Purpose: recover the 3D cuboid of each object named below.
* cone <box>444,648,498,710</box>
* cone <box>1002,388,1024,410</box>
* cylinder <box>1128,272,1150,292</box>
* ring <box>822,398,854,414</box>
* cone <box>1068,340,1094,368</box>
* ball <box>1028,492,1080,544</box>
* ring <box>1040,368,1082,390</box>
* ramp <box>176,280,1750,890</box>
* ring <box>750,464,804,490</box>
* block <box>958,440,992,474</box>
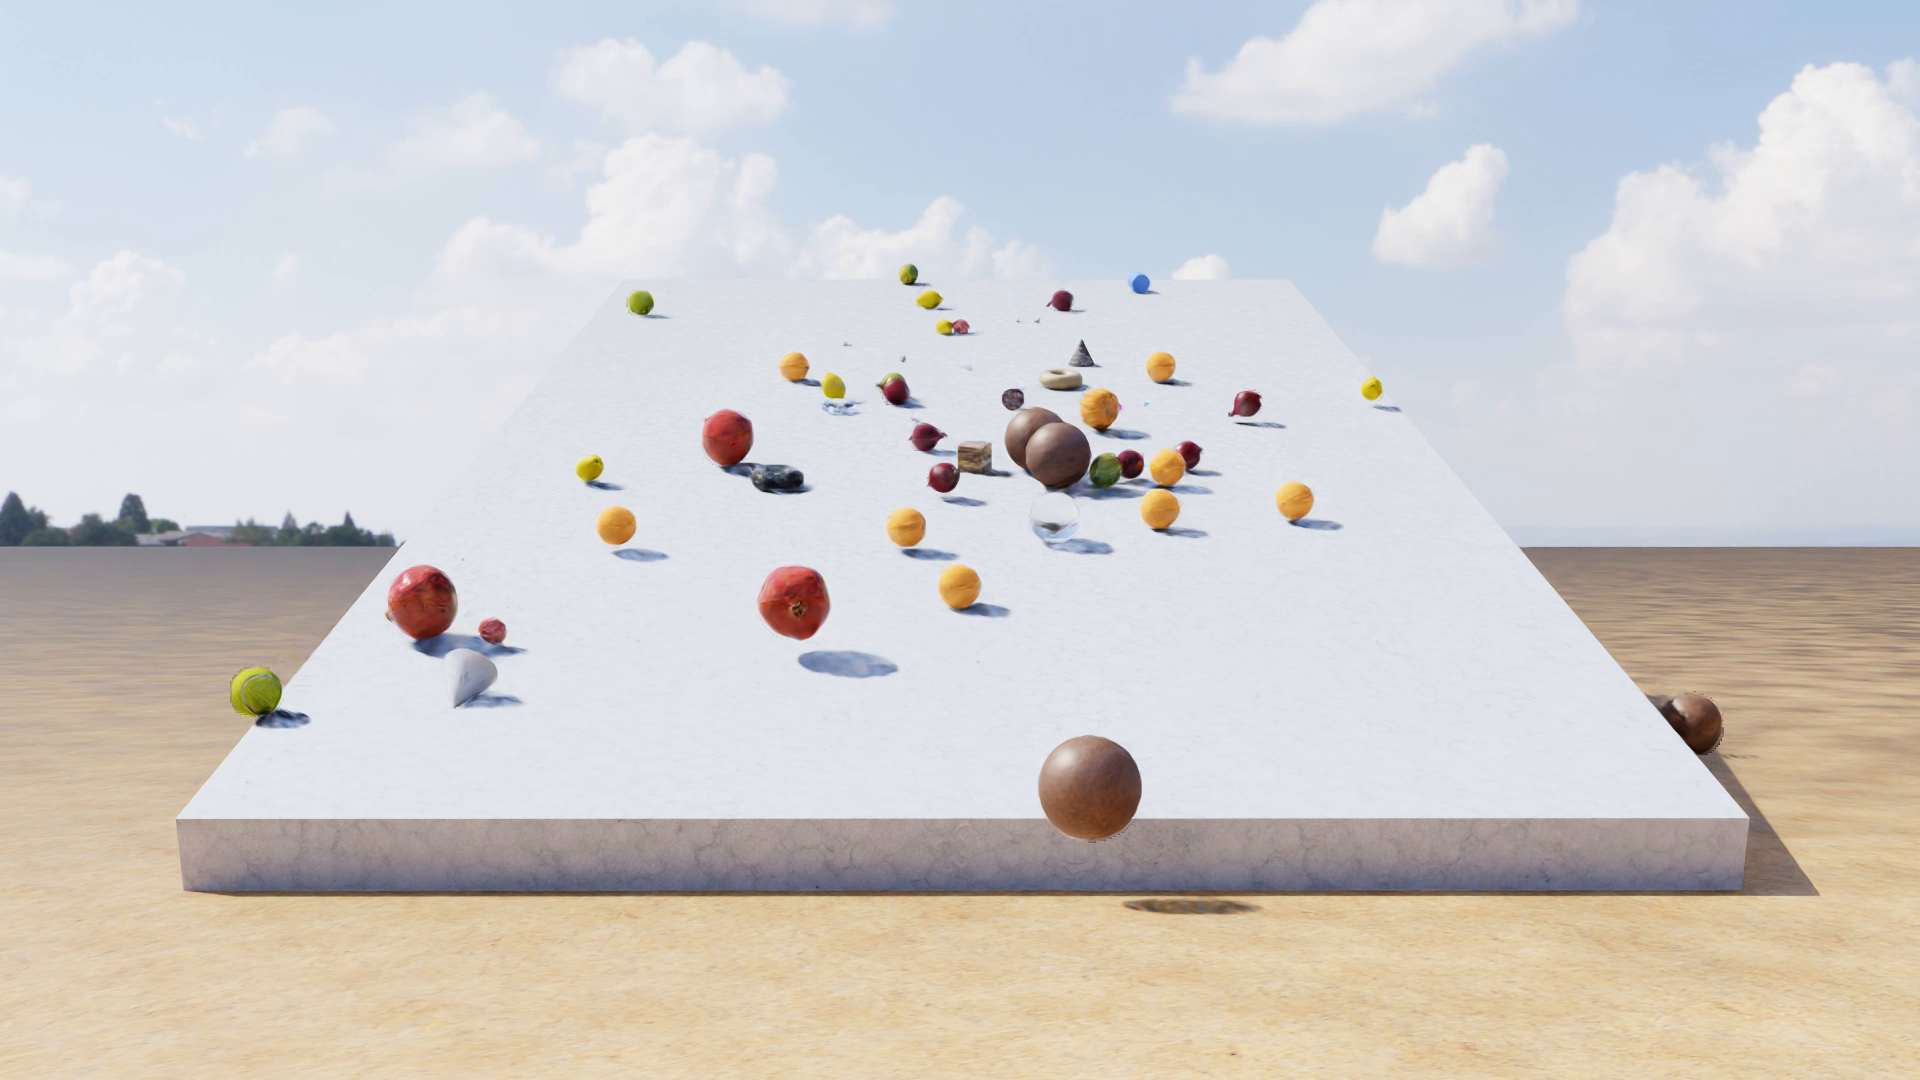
[{"bbox_3d":[-0.722,0.216,3.211,0.082,0.082,0.082,0,43,13],"label":"cone"},{"bbox_3d":[0.122,-0.313,5.024,0.052,0.052,0.052,0,-10,7],"label":"cone"},{"bbox_3d":[0.520,-0.751,6.450,0.053,0.053,0.053,0,16,-11],"label":"cylinder"},{"bbox_3d":[-0.273,-0.301,4.978,0.076,0.025,0.076,1,16,0],"label":"ring"},{"bbox_3d":[0.300,-0.465,5.462,0.067,0.067,0.067,0,17,0],"label":"cone"},{"bbox_3d":[0.170,-0.041,3.981,0.094,0.094,0.094,0,0,0],"label":"ball"},{"bbox_3d":[0.238,-0.380,5.231,0.104,0.035,0.104,1,17,0],"label":"ring"},{"bbox_3d":[-0.002,-0.167,4.746,2.000,0.100,4.000,0,17,0],"label":"ramp"},{"bbox_3d":[-0.360,-0.123,4.360,0.105,0.035,0.105,1,16,0],"label":"ring"},{"bbox_3d":[0.030,-0.168,4.477,0.055,0.055,0.055,7,18,23],"label":"block"}]
